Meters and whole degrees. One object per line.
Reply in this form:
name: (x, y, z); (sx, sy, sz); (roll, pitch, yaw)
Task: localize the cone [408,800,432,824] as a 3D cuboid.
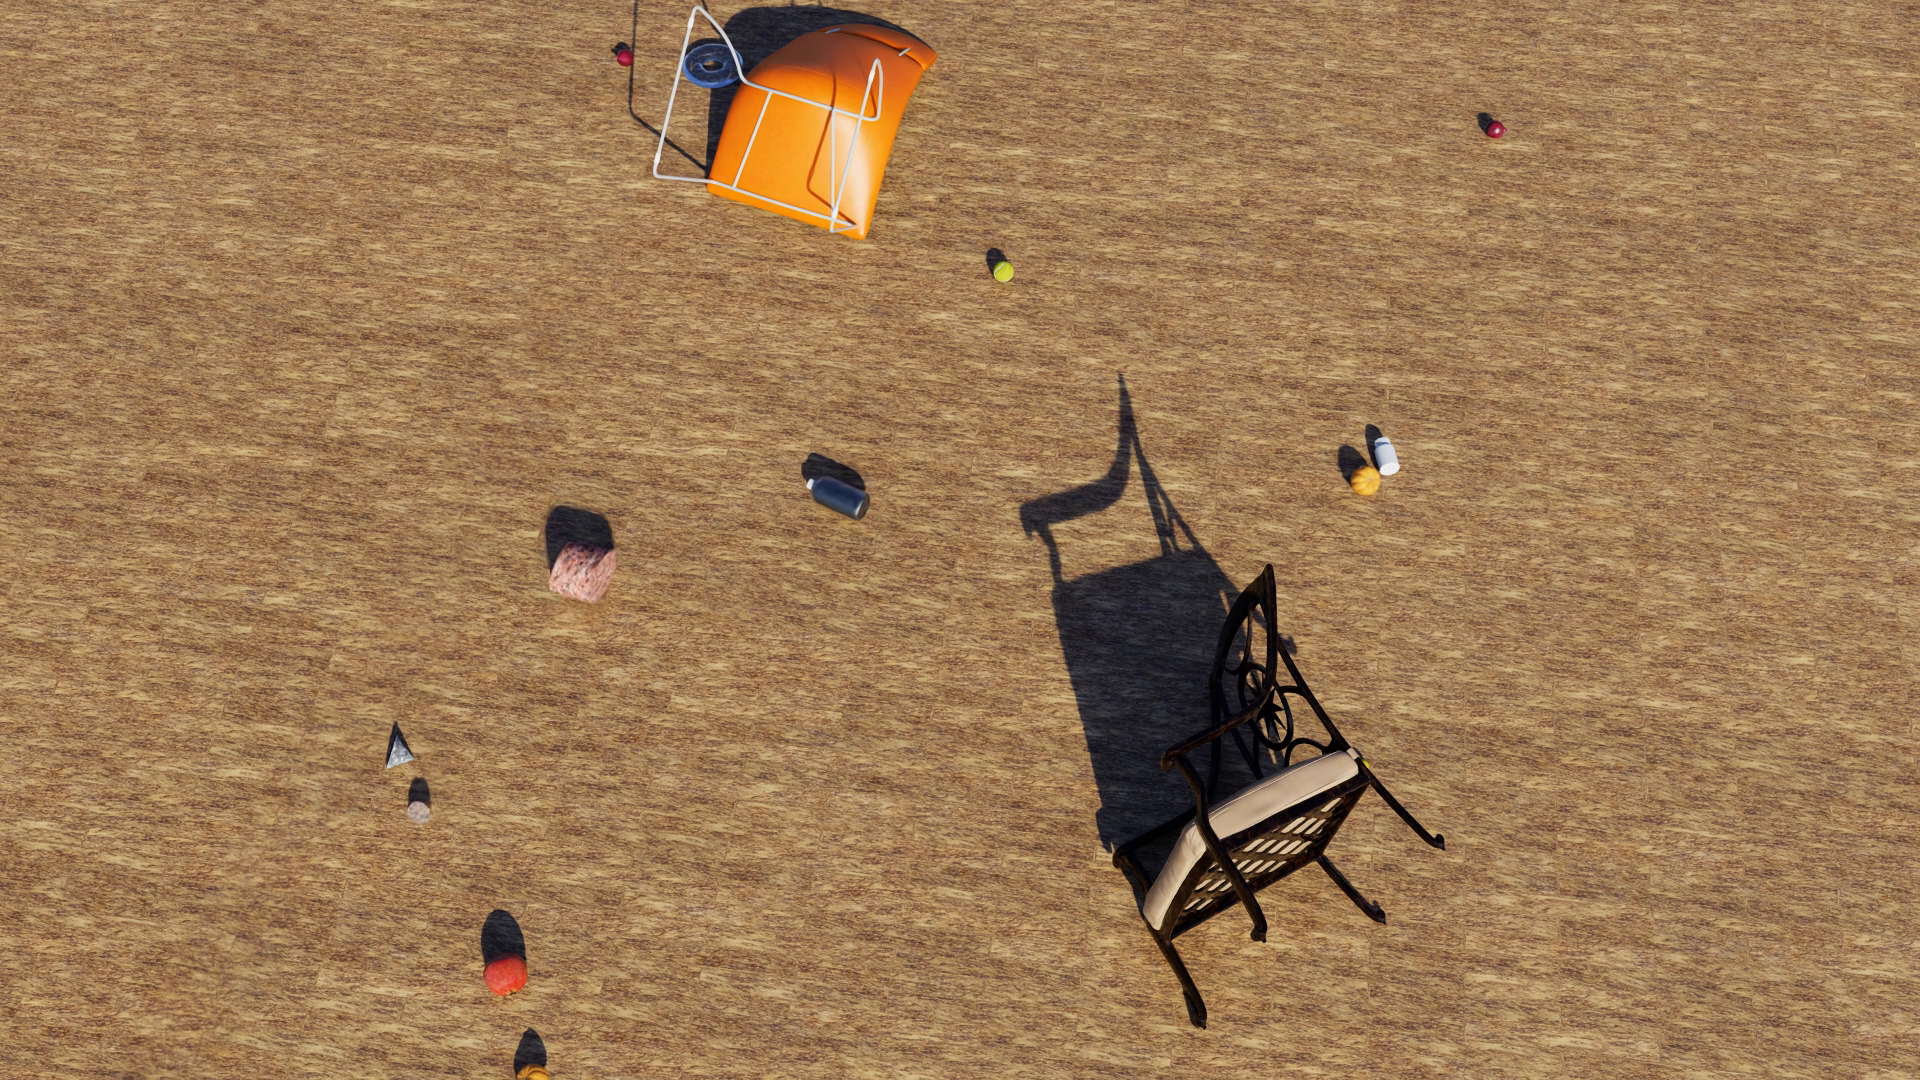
cone: (-1.473, 0.735, 6.061); (0.066, 0.076, 0.065); (39, 30, -1)

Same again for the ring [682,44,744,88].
ring: (-0.860, -1.650, 7.653); (0.213, 0.049, 0.207); (-7, 56, -5)

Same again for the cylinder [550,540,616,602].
cylinder: (-1.101, 0.091, 6.427); (0.122, 0.137, 0.191); (16, 40, 10)
